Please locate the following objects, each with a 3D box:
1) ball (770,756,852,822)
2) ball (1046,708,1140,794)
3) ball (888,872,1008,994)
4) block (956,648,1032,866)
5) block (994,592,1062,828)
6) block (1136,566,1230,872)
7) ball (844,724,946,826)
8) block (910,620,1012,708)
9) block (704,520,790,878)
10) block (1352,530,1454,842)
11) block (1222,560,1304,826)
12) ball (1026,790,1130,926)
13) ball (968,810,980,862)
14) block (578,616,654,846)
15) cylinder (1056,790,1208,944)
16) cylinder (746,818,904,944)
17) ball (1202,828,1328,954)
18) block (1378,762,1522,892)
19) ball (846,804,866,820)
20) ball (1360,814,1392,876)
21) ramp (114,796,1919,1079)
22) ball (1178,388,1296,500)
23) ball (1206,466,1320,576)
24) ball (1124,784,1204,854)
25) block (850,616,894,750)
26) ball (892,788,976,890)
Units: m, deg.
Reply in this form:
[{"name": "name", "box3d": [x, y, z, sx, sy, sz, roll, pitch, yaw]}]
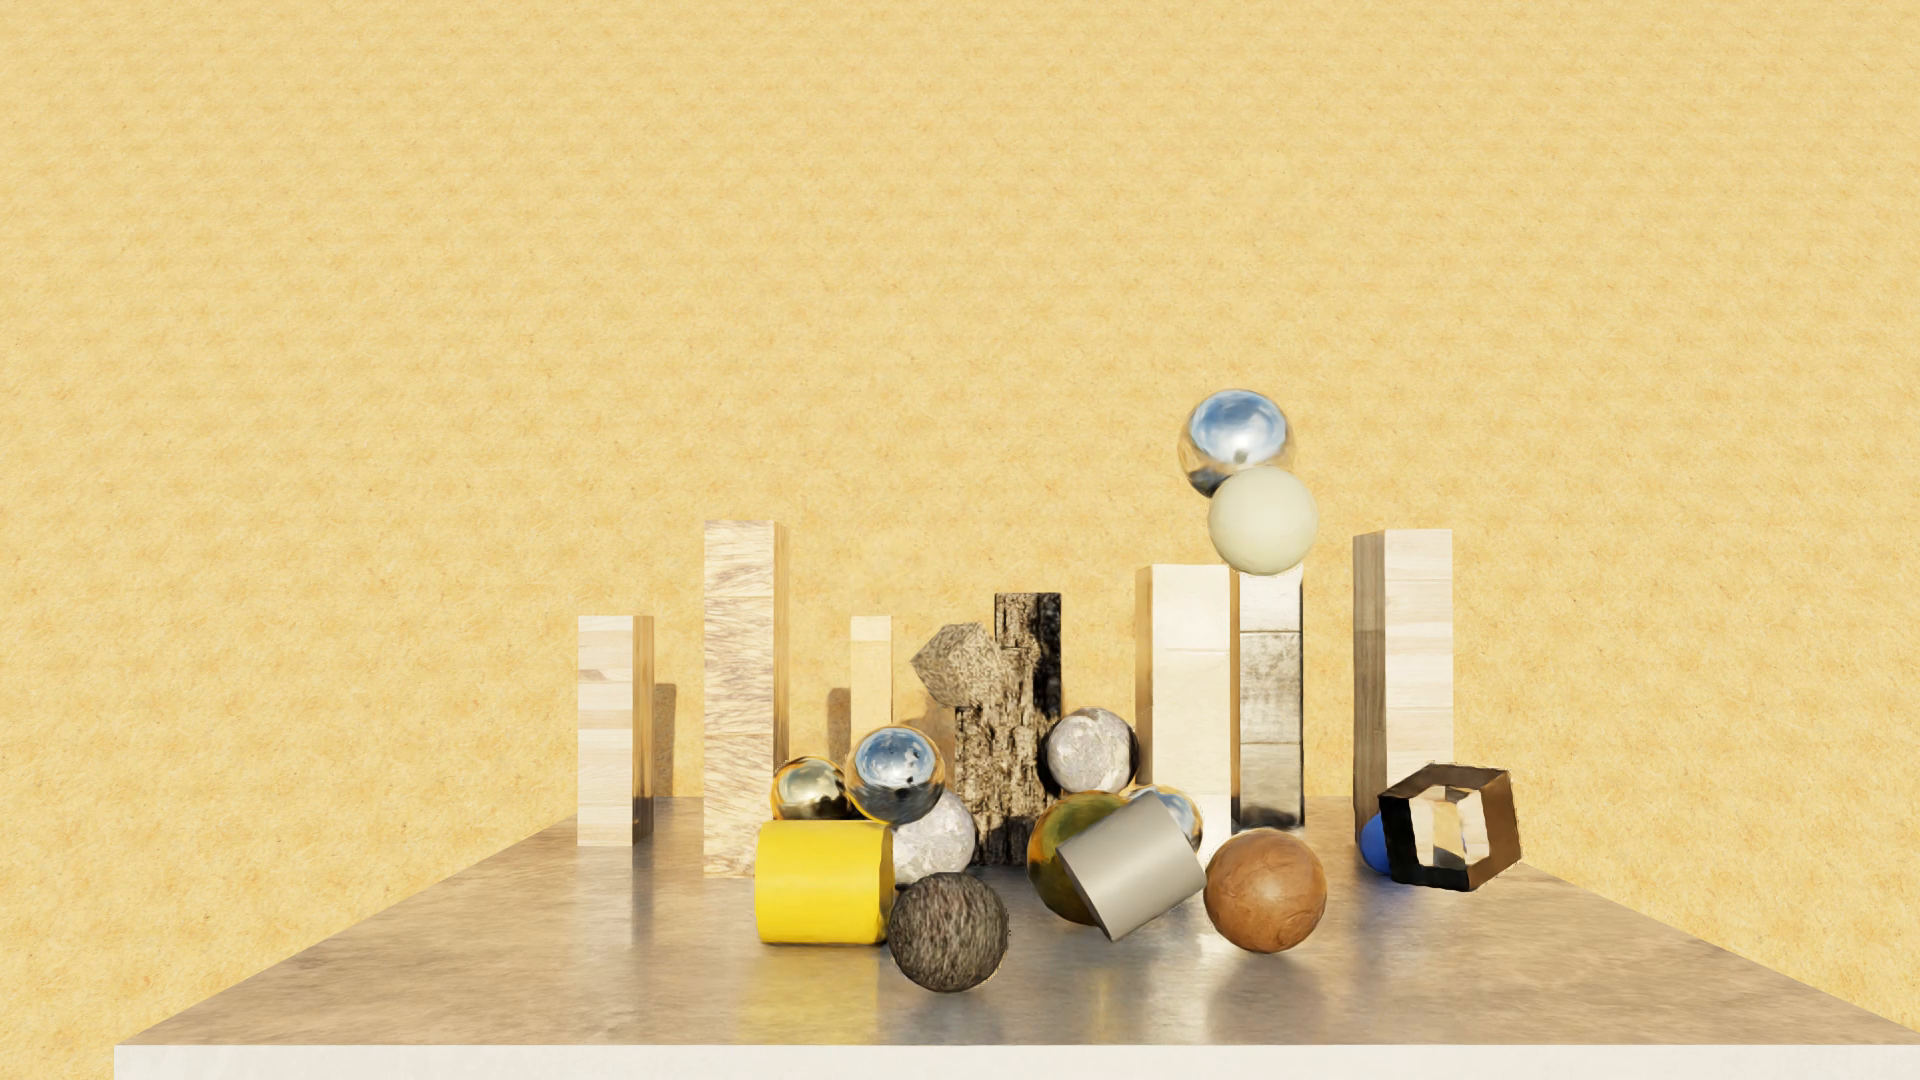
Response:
[{"name": "ball", "box3d": [-0.266, 0.459, 4.644, 0.148, 0.148, 0.148, 0, 35, 0]}, {"name": "ball", "box3d": [0.251, 0.405, 4.903, 0.176, 0.176, 0.176, 0, 35, 0]}, {"name": "ball", "box3d": [-0.015, 0.489, 3.237, 0.150, 0.150, 0.150, 0, 35, 0]}, {"name": "block", "box3d": [0.064, 0.416, 5.094, 0.145, 0.411, 0.393, 0, -2, 0]}, {"name": "block", "box3d": [0.136, 0.367, 5.271, 0.128, 0.518, 0.337, 0, -2, 0]}, {"name": "block", "box3d": [0.407, 0.331, 4.790, 0.135, 0.560, 0.441, 0, -2, 0]}, {"name": "ball", "box3d": [-0.087, 0.317, 3.502, 0.137, 0.137, 0.137, 0, 35, 0]}, {"name": "block", "box3d": [0.001, 0.229, 4.776, 0.109, 0.109, 0.109, -9, 30, 50]}, {"name": "block", "box3d": [-0.399, 0.293, 4.908, 0.125, 0.644, 0.443, 0, -2, 0]}, {"name": "block", "box3d": [0.896, 0.306, 5.272, 0.131, 0.641, 0.418, 0, -2, 0]}, {"name": "block", "box3d": [0.706, 0.323, 6.082, 0.143, 0.657, 0.406, 0, -2, 0]}, {"name": "ball", "box3d": [0.203, 0.483, 3.949, 0.205, 0.205, 0.205, 0, 35, 0]}, {"name": "ball", "box3d": [-0.039, 0.535, 4.678, 0.147, 0.147, 0.147, 0, 35, 0]}, {"name": "block", "box3d": [-0.730, 0.398, 5.538, 0.112, 0.473, 0.380, 0, -2, 0]}, {"name": "cylinder", "box3d": [0.201, 0.382, 3.043, 0.130, 0.130, 0.130, -31, 41, -5]}, {"name": "cylinder", "box3d": [-0.192, 0.489, 3.716, 0.175, 0.175, 0.175, -4, 33, 17]}, {"name": "ball", "box3d": [0.425, 0.489, 3.620, 0.173, 0.173, 0.173, 0, 35, 0]}, {"name": "block", "box3d": [0.797, 0.466, 4.226, 0.152, 0.152, 0.152, 1, 18, 45]}, {"name": "ball", "box3d": [-0.206, 0.554, 5.233, 0.143, 0.143, 0.143, 0, 35, 0]}, {"name": "ball", "box3d": [0.784, 0.550, 4.712, 0.117, 0.117, 0.117, 0, 35, 0]}, {"name": "ramp", "box3d": [0.077, 0.663, 4.830, 2.000, 0.100, 4.000, 0, -2, 0]}, {"name": "ball", "box3d": [0.348, -0.117, 3.268, 0.149, 0.149, 0.149, 0, 35, 0]}, {"name": "ball", "box3d": [0.350, -0.022, 3.001, 0.129, 0.129, 0.129, 0, 35, 0]}, {"name": "ball", "box3d": [0.341, 0.500, 4.484, 0.159, 0.159, 0.159, 0, 35, 0]}, {"name": "block", "box3d": [-0.186, 0.398, 5.514, 0.084, 0.471, 0.248, 0, -2, 0]}, {"name": "ball", "box3d": [-0.069, 0.504, 4.393, 0.191, 0.191, 0.191, 0, 35, 0]}]
